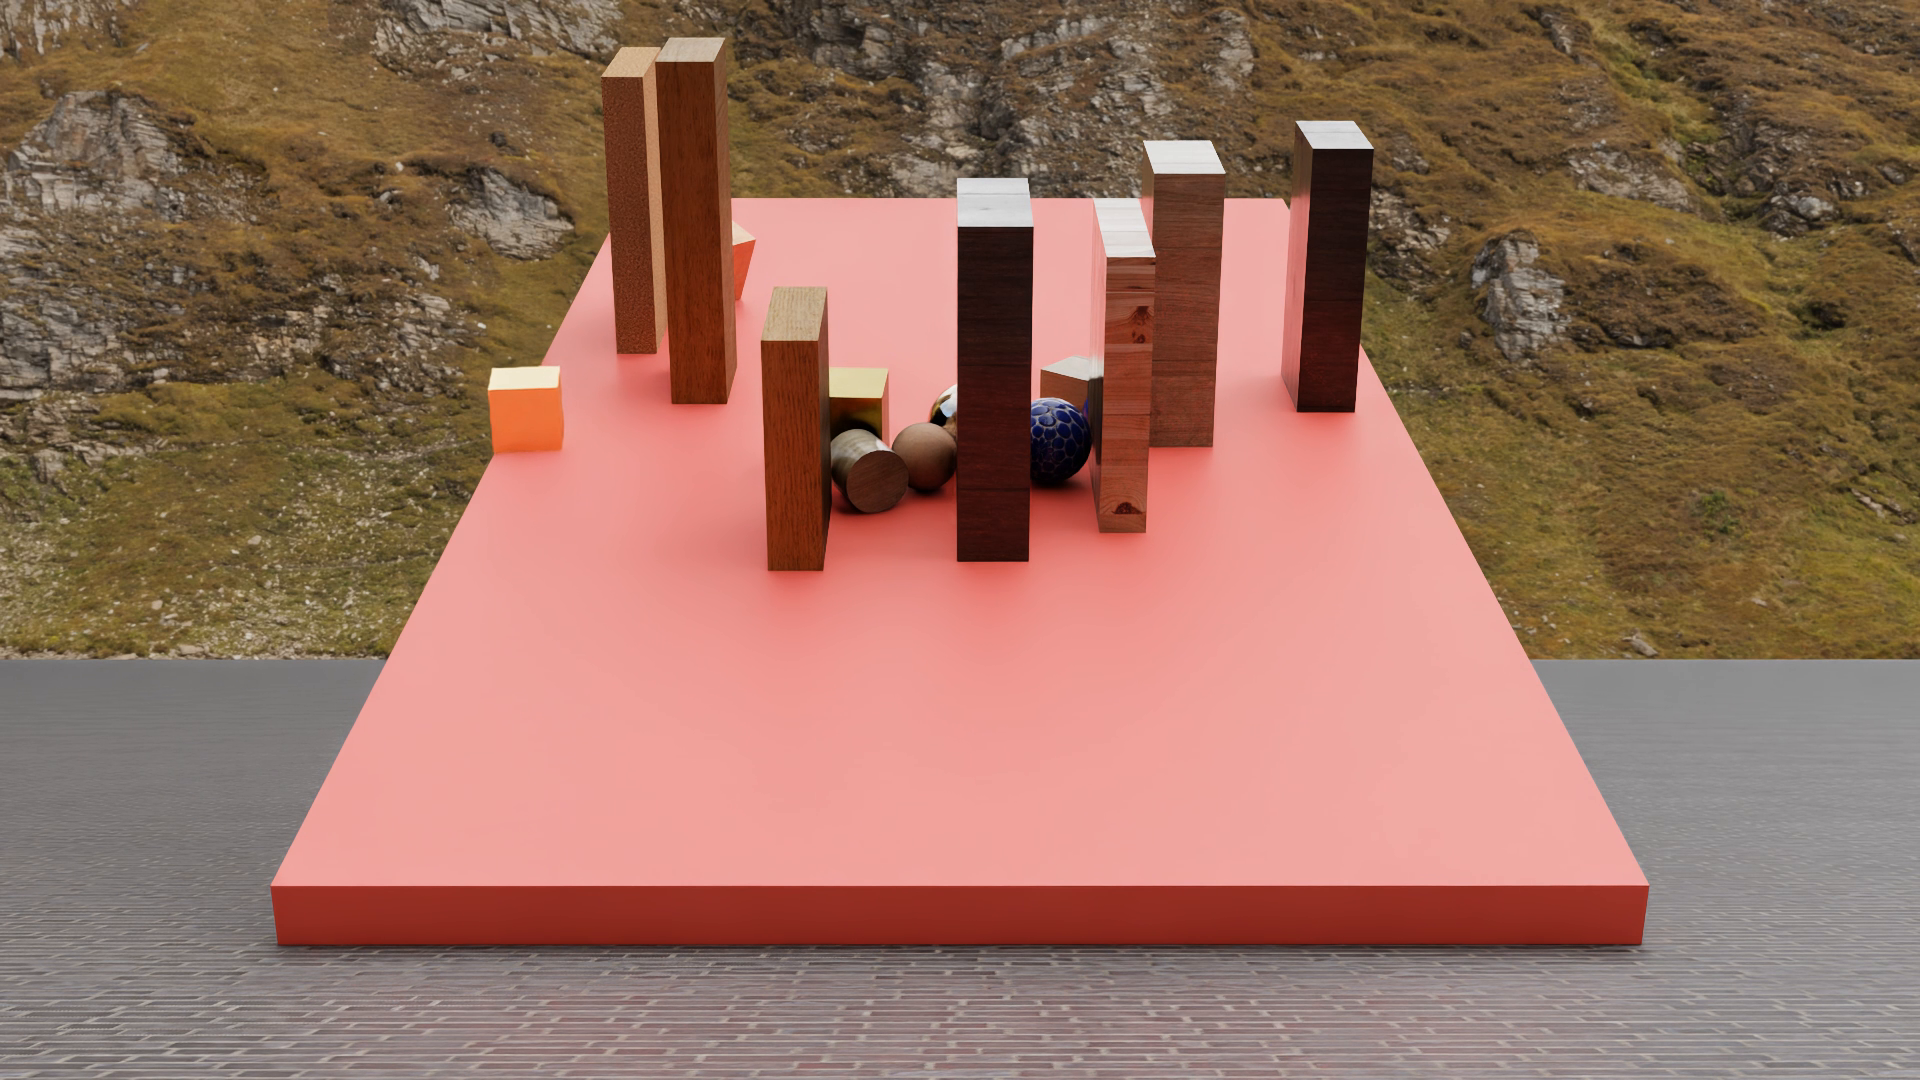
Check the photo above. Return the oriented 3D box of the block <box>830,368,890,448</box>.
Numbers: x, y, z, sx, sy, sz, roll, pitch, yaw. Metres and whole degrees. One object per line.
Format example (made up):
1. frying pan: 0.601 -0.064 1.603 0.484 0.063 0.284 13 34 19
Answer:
1. block: -0.253 -0.242 4.873 0.192 0.192 0.192 1 23 2

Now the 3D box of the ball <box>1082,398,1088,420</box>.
1. ball: 0.333 -0.273 5.026 0.134 0.134 0.134 0 -3 0

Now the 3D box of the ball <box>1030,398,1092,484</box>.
1. ball: 0.186 -0.208 4.811 0.179 0.179 0.179 0 -3 0

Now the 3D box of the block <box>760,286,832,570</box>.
1. block: -0.314 -0.220 4.473 0.105 0.460 0.348 0 23 0

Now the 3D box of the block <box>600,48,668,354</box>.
1. block: -0.788 -0.836 5.665 0.097 0.675 0.365 0 23 0

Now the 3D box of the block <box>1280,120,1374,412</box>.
1. block: 0.831 -0.623 5.251 0.132 0.607 0.275 0 23 0

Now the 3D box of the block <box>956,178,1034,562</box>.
1. block: 0.063 -0.334 4.484 0.138 0.662 0.364 0 23 0

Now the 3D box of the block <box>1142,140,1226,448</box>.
1. block: 0.477 -0.540 5.052 0.148 0.607 0.300 0 23 0

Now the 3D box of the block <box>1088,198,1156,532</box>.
1. block: 0.322 -0.360 4.676 0.093 0.565 0.444 0 23 0

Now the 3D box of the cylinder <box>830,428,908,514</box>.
1. cylinder: -0.193 -0.141 4.706 0.135 0.135 0.135 1 20 -26

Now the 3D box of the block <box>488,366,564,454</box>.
1. block: -0.945 -0.285 5.031 0.146 0.146 0.146 -3 23 -6

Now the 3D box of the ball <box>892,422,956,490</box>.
1. ball: -0.074 -0.173 4.773 0.142 0.142 0.142 0 -3 0

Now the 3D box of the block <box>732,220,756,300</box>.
1. block: -0.677 -0.731 5.979 0.185 0.185 0.185 39 40 25

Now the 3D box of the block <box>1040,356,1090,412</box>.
1. block: 0.270 -0.322 5.147 0.131 0.131 0.131 18 28 36

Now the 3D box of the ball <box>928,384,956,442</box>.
1. ball: 0.023 -0.243 4.884 0.186 0.186 0.186 0 -3 0

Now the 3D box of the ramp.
1. ramp: -0.007 -0.224 5.210 2.000 0.100 4.000 0 23 0

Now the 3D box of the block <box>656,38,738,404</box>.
1. block: -0.597 -0.726 5.263 0.127 0.783 0.278 0 23 0
